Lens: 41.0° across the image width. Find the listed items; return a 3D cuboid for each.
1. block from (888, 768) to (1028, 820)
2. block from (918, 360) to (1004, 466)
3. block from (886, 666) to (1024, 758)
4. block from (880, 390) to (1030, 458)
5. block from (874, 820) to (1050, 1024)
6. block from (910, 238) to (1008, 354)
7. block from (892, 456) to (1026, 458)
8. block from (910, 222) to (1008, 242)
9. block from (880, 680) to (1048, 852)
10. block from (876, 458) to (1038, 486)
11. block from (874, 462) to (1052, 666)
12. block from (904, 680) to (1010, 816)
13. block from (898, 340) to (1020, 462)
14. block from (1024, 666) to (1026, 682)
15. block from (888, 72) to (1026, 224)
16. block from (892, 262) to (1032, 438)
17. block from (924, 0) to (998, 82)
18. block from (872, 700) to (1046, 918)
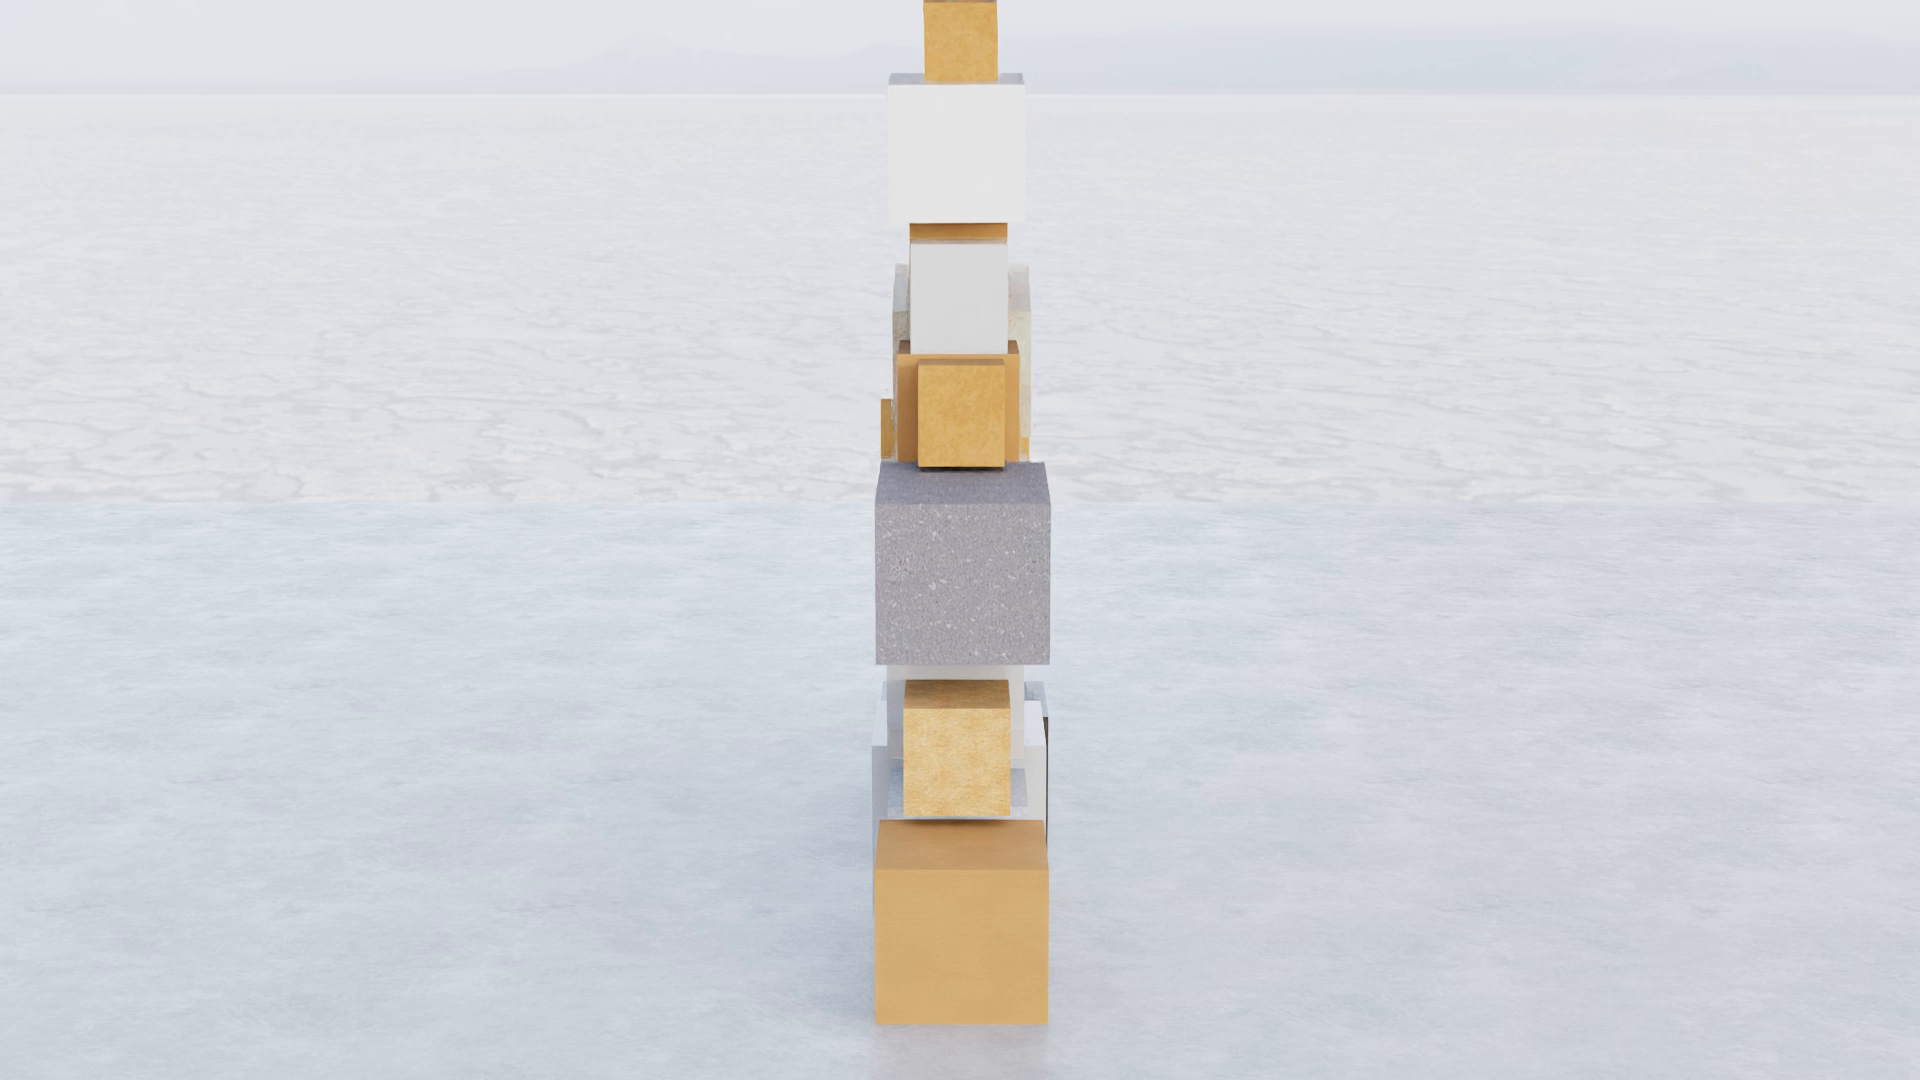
[{"bbox_3d":[-0.008,1.323,10.469,0.555,0.651,0.573,0,10,0],"label":"block"},{"bbox_3d":[0.006,-0.519,10.438,0.346,0.405,0.383,0,8,0],"label":"block"},{"bbox_3d":[-0.019,0.575,10.717,0.558,0.541,0.579,0,10,0],"label":"block"},{"bbox_3d":[-0.022,-0.357,12.200,0.685,0.680,0.720,0,7,0],"label":"block"},{"bbox_3d":[0.006,1.458,9.863,0.646,0.602,0.648,0,10,0],"label":"block"},{"bbox_3d":[-0.004,-1.029,10.784,0.401,0.454,0.396,0,10,0],"label":"block"},{"bbox_3d":[-0.004,-0.085,11.576,0.598,0.581,0.524,0,1,0],"label":"block"},{"bbox_3d":[-0.006,-1.253,11.149,0.419,0.393,0.388,0,16,0],"label":"block"},{"bbox_3d":[0.016,1.059,11.865,0.759,0.672,0.683,0,10,0],"label":"block"},{"bbox_3d":[-0.005,-0.023,10.930,0.683,0.560,0.661,0,10,0],"label":"block"},{"bbox_3d":[0.011,0.080,10.191,0.671,0.638,0.769,0,14,0],"label":"block"},{"bbox_3d":[-0.012,0.821,10.210,0.415,0.429,0.487,0,10,0],"label":"block"},{"bbox_3d":[-0.007,-0.570,10.953,0.507,0.510,0.573,0,10,0],"label":"block"},{"bbox_3d":[0.013,0.308,12.357,0.590,0.669,0.538,0,6,0],"label":"block"},{"bbox_3d":[-0.014,-1.662,10.830,0.562,0.565,0.553,0,16,0],"label":"block"},{"bbox_3d":[0.009,-0.859,11.542,0.606,0.598,0.621,0,26,0],"label":"block"},{"bbox_3d":[0.003,-2.097,10.741,0.305,0.319,0.305,0,16,0],"label":"block"},{"bbox_3d":[-0.004,1.154,11.132,0.728,0.746,0.772,0,10,0],"label":"block"}]
